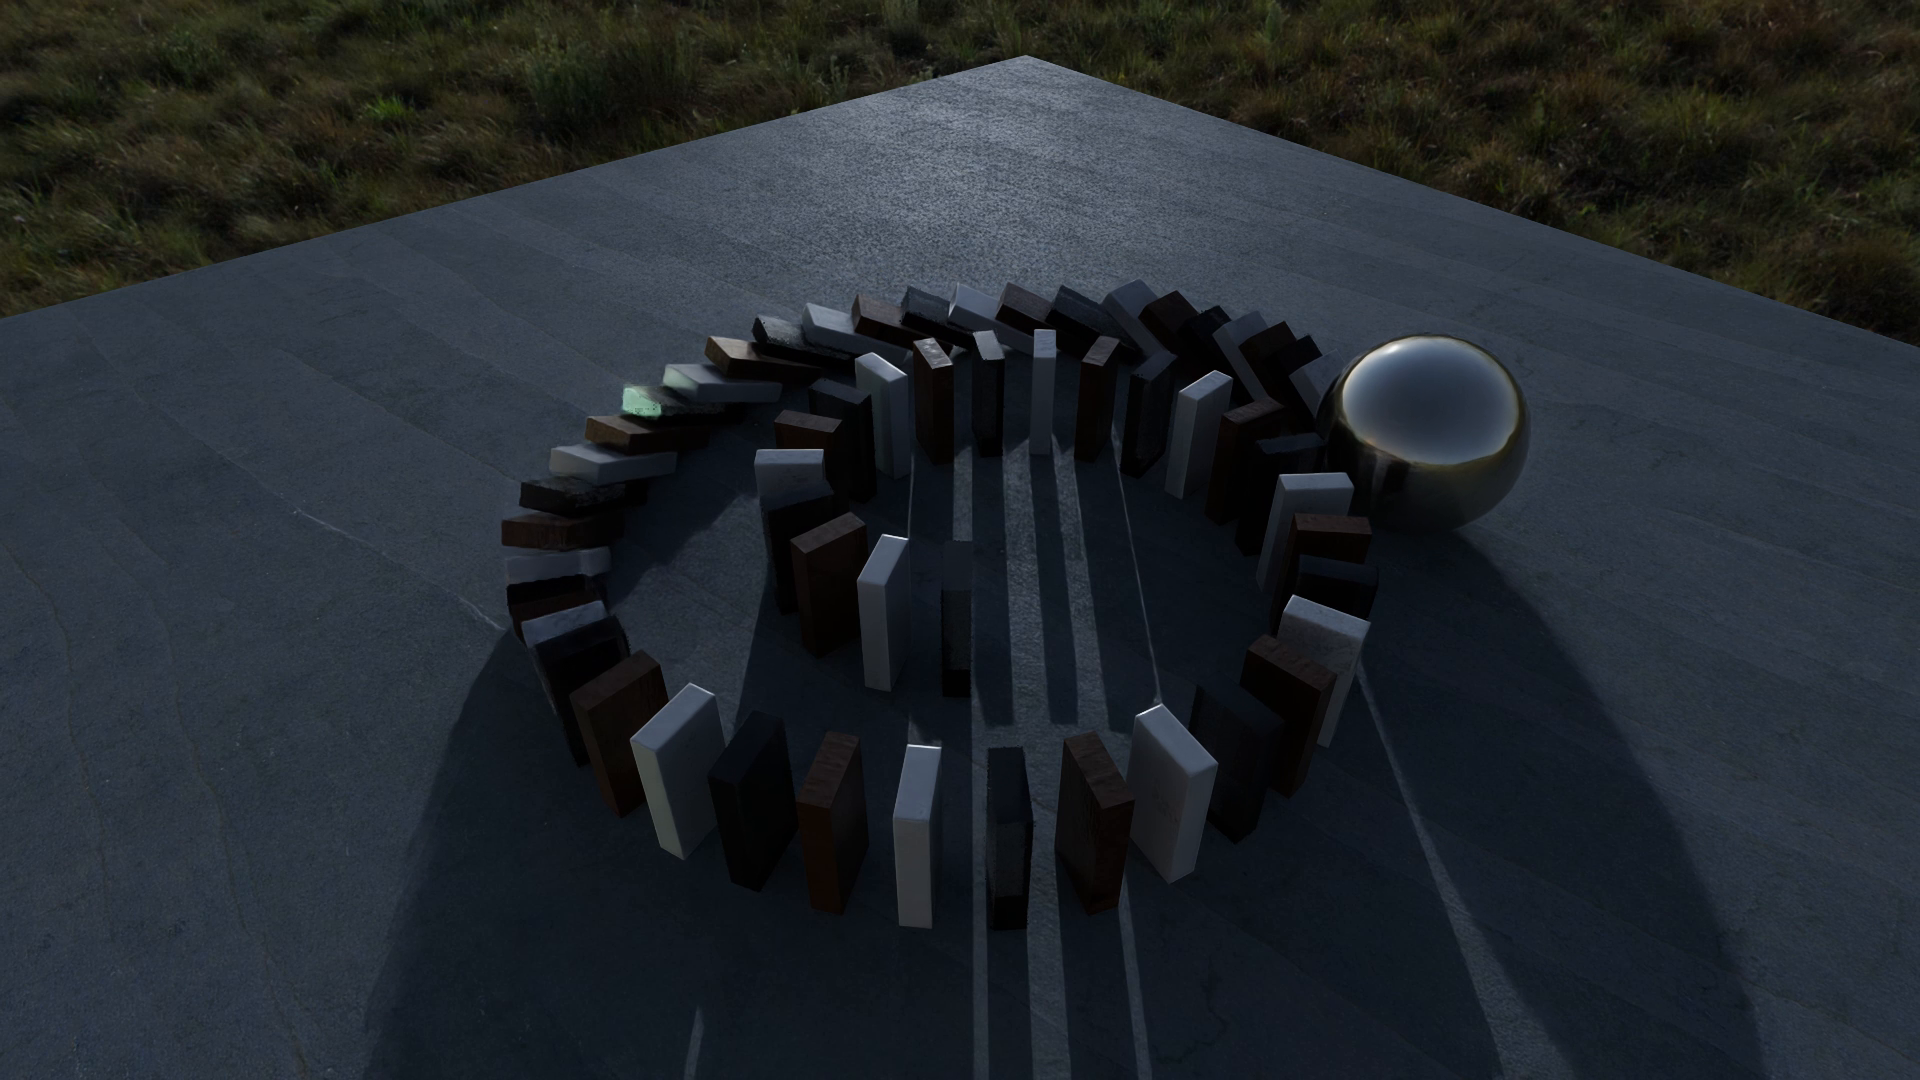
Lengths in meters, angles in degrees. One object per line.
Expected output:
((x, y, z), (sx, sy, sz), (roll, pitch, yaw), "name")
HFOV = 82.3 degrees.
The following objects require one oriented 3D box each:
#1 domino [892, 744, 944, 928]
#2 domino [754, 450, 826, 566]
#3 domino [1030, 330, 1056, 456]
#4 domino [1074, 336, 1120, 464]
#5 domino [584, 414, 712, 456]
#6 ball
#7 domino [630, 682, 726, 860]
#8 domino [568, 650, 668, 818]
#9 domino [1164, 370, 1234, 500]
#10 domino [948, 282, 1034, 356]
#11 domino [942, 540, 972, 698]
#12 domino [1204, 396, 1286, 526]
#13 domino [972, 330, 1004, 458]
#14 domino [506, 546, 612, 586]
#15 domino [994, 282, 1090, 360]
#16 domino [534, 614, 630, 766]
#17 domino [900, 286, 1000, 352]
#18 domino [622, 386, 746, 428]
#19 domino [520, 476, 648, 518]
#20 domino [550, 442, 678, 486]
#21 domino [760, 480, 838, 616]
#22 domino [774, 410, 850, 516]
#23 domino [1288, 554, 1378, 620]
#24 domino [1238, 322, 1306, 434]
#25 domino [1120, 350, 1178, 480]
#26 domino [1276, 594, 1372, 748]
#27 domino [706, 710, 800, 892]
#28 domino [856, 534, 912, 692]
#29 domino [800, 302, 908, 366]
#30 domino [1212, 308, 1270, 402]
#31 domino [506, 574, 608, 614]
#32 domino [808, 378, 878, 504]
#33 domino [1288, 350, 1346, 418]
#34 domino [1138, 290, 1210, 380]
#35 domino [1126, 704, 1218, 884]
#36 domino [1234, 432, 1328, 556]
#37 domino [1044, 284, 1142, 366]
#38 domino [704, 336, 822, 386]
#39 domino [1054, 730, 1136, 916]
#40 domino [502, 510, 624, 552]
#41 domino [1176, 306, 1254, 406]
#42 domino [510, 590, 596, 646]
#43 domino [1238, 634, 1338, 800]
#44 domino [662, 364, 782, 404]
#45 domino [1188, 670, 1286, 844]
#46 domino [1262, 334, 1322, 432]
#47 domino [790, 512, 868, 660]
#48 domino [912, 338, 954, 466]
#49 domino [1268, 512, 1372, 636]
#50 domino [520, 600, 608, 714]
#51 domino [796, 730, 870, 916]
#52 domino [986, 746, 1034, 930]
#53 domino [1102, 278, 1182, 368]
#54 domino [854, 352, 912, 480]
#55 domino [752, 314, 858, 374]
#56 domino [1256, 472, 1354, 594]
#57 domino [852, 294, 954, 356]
((-0.011, 0.084, 0.309), (0.009, 0.050, 0.025), (4, 40, 5), "domino")
((-0.064, -0.012, 0.426), (0.025, 0.050, 0.009), (-1, 39, -1), "domino")
((0.037, -0.066, 0.492), (0.010, 0.050, 0.025), (2, 39, 3), "domino")
((0.061, -0.062, 0.487), (0.010, 0.050, 0.025), (16, 42, 18), "domino")
((-0.137, -0.048, 0.485), (0.025, 0.009, 0.050), (21, 19, 24), "domino")
((0.183, -0.042, 0.439), (0.080, 0.080, 0.080), (0, 39, 0), "ball")
((-0.081, 0.069, 0.327), (0.010, 0.050, 0.025), (20, 43, 23), "domino")
((-0.101, 0.060, 0.338), (0.009, 0.050, 0.025), (30, 48, 31), "domino")
((0.101, -0.044, 0.465), (0.025, 0.050, 0.010), (-32, 49, -33), "domino")
((0.019, -0.113, 0.566), (0.050, 0.010, 0.025), (21, 38, -13), "domino")
((-0.001, 0.028, 0.378), (0.009, 0.050, 0.025), (1, 39, 1), "domino")
((0.116, -0.032, 0.450), (0.025, 0.050, 0.010), (-22, 44, -24), "domino")
((0.012, -0.065, 0.491), (0.009, 0.050, 0.025), (-6, 40, -8), "domino")
((-0.148, 0.009, 0.410), (0.025, 0.009, 0.050), (-5, 3, -6), "domino")
((0.044, -0.113, 0.566), (0.050, 0.009, 0.025), (23, 39, -9), "domino")
((-0.116, 0.049, 0.352), (0.025, 0.050, 0.009), (-22, 48, -25), "domino")
((-0.005, -0.112, 0.565), (0.050, 0.009, 0.025), (18, 36, -16), "domino")
((-0.125, -0.061, 0.503), (0.025, 0.009, 0.050), (27, 22, 29), "domino")
((-0.152, -0.019, 0.449), (0.025, 0.010, 0.050), (12, 12, 14), "domino")
((-0.146, -0.034, 0.468), (0.025, 0.010, 0.050), (17, 16, 20), "domino")
((-0.058, 0.003, 0.407), (0.025, 0.050, 0.009), (-16, 42, -18), "domino")
((-0.059, -0.027, 0.445), (0.025, 0.050, 0.010), (12, 41, 14), "domino")
((0.124, 0.029, 0.376), (0.025, 0.050, 0.010), (10, 40, 12), "domino")
((0.154, -0.075, 0.513), (0.025, 0.010, 0.050), (-27, 84, -29), "domino")
((0.082, -0.054, 0.478), (0.009, 0.050, 0.025), (24, 45, 27), "domino")
((0.114, 0.043, 0.359), (0.025, 0.050, 0.010), (21, 44, 24), "domino")
((-0.059, 0.076, 0.319), (0.009, 0.050, 0.025), (14, 41, 17), "domino")
((-0.025, 0.026, 0.380), (0.010, 0.050, 0.025), (11, 40, 13), "domino")
((-0.053, -0.104, 0.554), (0.050, 0.010, 0.025), (11, 33, -26), "domino")
((0.144, -0.083, 0.523), (0.025, 0.009, 0.050), (-27, 83, -29), "domino")
((-0.142, 0.021, 0.393), (0.025, 0.009, 0.050), (-9, -5, -10), "domino")
((-0.049, -0.041, 0.462), (0.025, 0.050, 0.009), (21, 44, 24), "domino")
((0.171, -0.059, 0.493), (0.025, 0.010, 0.050), (-27, 84, -29), "domino")
((0.115, -0.100, 0.549), (0.025, 0.010, 0.050), (-31, 75, -34), "domino")
((0.060, 0.075, 0.321), (0.009, 0.050, 0.025), (-20, 43, -22), "domino")
((0.126, -0.017, 0.433), (0.025, 0.050, 0.009), (-9, 40, -11), "domino")
((0.070, -0.110, 0.563), (0.050, 0.010, 0.025), (26, 41, -4), "domino")
((-0.095, -0.087, 0.533), (0.050, 0.009, 0.025), (0, 32, -41), "domino")
((0.037, 0.081, 0.313), (0.009, 0.050, 0.025), (-13, 41, -15), "domino")
((-0.154, -0.005, 0.430), (0.025, 0.009, 0.050), (5, 8, 6), "domino")
((0.132, -0.090, 0.536), (0.025, 0.009, 0.050), (-28, 73, -30), "domino")
((-0.135, 0.031, 0.377), (0.025, 0.050, 0.010), (-12, 75, -14), "domino")
((0.099, 0.056, 0.344), (0.025, 0.050, 0.009), (32, 49, 33), "domino")
((-0.111, -0.074, 0.518), (0.025, 0.009, 0.050), (31, 24, 32), "domino")
((0.081, 0.066, 0.331), (0.010, 0.050, 0.025), (-26, 46, -28), "domino")
((0.162, -0.067, 0.503), (0.025, 0.010, 0.050), (-27, 84, -29), "domino")
((-0.045, 0.017, 0.391), (0.025, 0.050, 0.009), (-27, 47, -29), "domino")
((-0.012, -0.061, 0.486), (0.009, 0.050, 0.025), (-14, 41, -16), "domino")
((0.129, 0.014, 0.395), (0.025, 0.050, 0.009), (4, 39, 4), "domino")
((-0.126, 0.039, 0.363), (0.025, 0.050, 0.009), (-16, 61, -19), "domino")
((-0.036, 0.081, 0.313), (0.009, 0.050, 0.025), (9, 40, 11), "domino")
((0.013, 0.084, 0.309), (0.009, 0.050, 0.025), (-3, 39, -3), "domino")
((0.098, -0.109, 0.560), (0.025, 0.010, 0.050), (-30, 74, -34), "domino")
((-0.033, -0.053, 0.476), (0.009, 0.050, 0.025), (-27, 47, -29), "domino")
((-0.076, -0.097, 0.546), (0.050, 0.009, 0.025), (7, 32, -31), "domino")
((0.129, -0.002, 0.414), (0.025, 0.050, 0.009), (-2, 39, -2), "domino")
((-0.030, -0.108, 0.560), (0.050, 0.009, 0.025), (14, 35, -21), "domino")
